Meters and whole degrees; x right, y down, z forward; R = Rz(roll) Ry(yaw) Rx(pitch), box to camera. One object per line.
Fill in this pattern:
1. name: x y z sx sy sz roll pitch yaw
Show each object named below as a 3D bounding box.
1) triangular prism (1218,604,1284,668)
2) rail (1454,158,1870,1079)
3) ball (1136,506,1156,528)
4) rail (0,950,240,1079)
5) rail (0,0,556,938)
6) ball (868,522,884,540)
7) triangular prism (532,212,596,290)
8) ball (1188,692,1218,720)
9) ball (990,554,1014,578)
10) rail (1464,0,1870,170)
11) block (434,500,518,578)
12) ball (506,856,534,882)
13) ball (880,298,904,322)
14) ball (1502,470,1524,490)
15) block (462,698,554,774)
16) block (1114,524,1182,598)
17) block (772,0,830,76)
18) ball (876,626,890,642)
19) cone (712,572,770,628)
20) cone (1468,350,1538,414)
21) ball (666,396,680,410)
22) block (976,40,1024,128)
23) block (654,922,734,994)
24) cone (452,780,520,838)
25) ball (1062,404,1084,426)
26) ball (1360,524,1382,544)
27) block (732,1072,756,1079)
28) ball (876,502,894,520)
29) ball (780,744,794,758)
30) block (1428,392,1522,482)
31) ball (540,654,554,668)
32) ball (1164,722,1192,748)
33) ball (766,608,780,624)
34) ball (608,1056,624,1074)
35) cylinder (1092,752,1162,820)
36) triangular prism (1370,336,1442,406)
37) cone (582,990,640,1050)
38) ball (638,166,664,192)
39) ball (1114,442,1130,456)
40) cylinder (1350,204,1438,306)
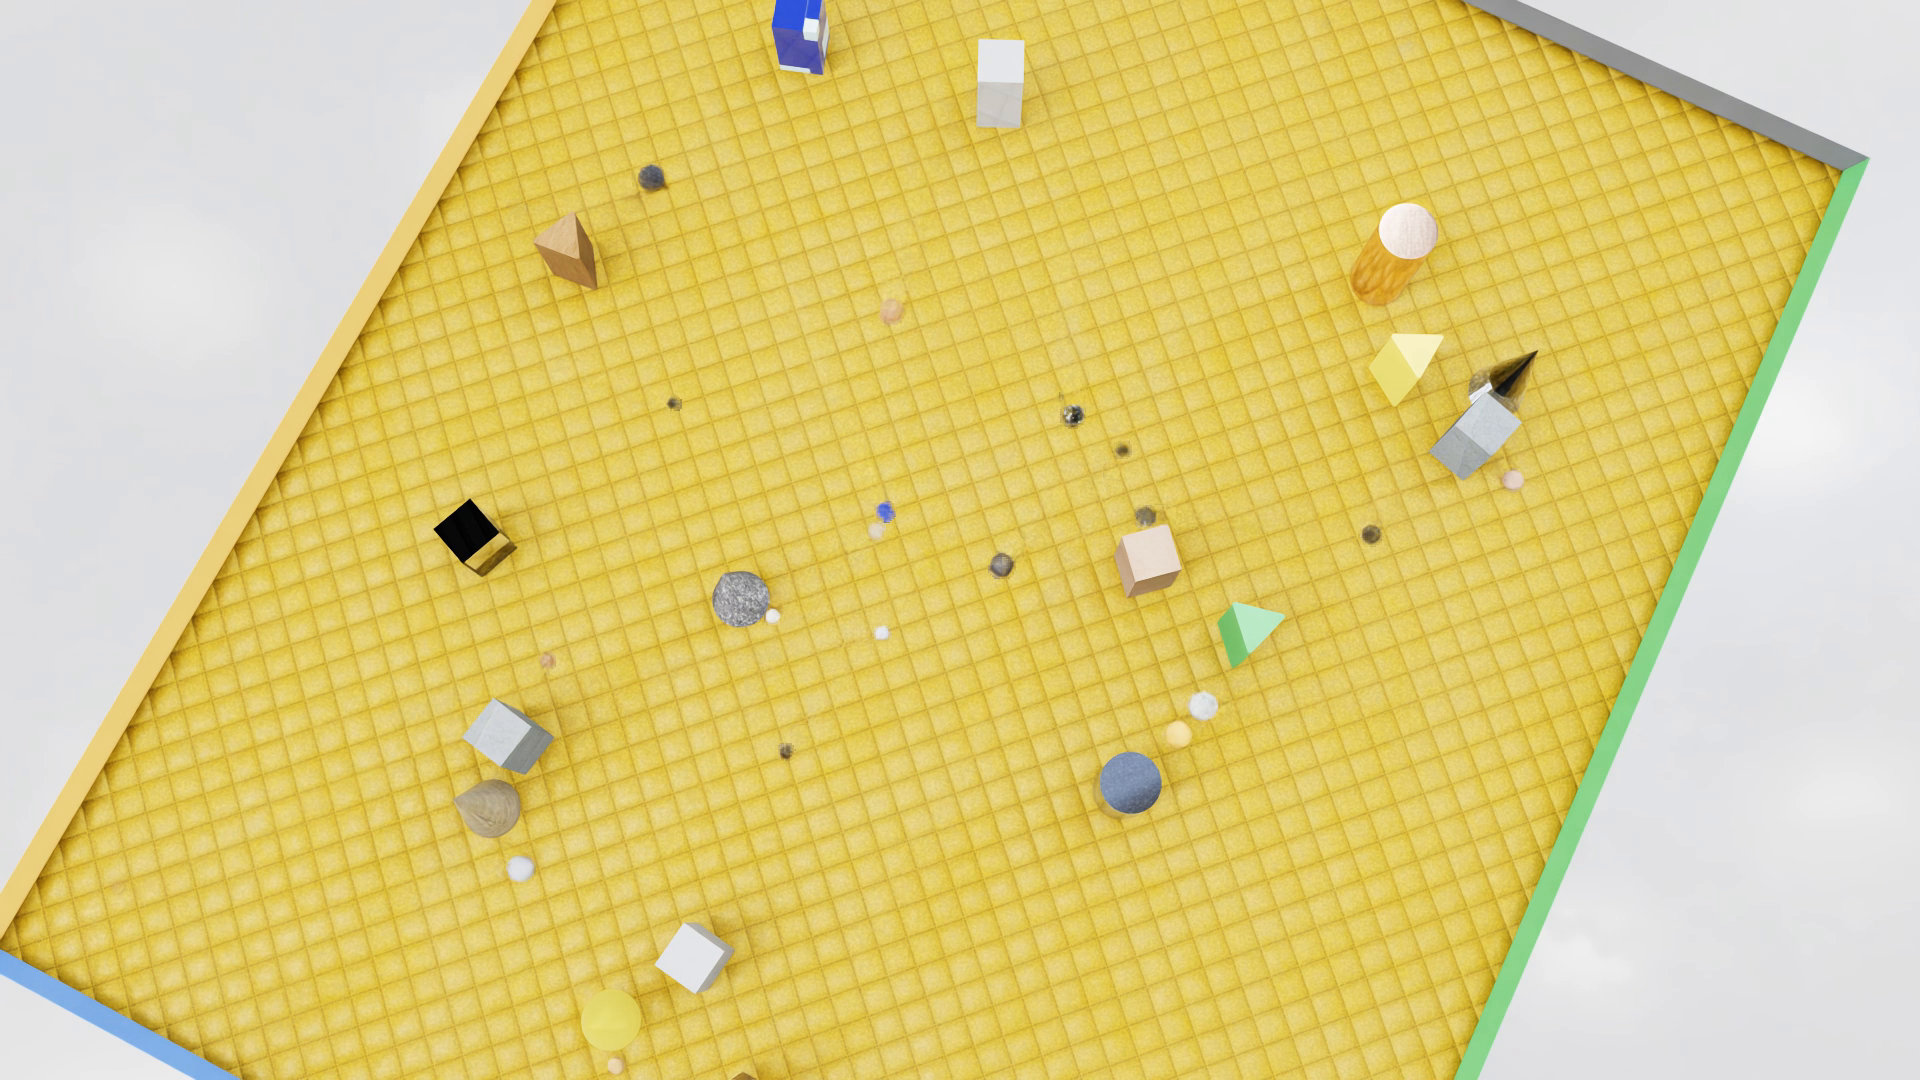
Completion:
1. triangular prism: 0.830 0.258 5.399 0.131 0.322 0.151 44 82 8
2. rail: 1.777 0.876 5.376 0.045 0.113 4.737 26 80 5
3. ball: 0.568 -0.070 5.598 0.064 0.064 0.064 0 78 0
4. rail: -1.049 2.060 5.132 4.021 0.113 0.045 26 80 5
5. rail: -1.777 -0.864 5.736 0.045 0.113 4.737 26 80 5
6. ball: -0.257 -0.028 5.595 0.052 0.052 0.052 0 78 0
7. triangular prism: -1.192 -0.904 5.659 0.151 0.281 0.131 21 79 4
8. ball: 0.726 0.496 5.469 0.087 0.087 0.087 0 78 0
9. ball: 0.127 0.076 5.563 0.073 0.073 0.073 0 78 0
10. rail: 1.049 -2.048 5.980 4.021 0.113 0.045 26 80 5
11. block: -1.452 -0.004 5.502 0.140 0.226 0.140 -41 81 -8
12. ball: -1.290 0.964 5.378 0.077 0.077 0.077 0 78 0
13. ball: -0.215 -0.717 5.725 0.076 0.076 0.076 0 78 0
14. ball: 1.697 -0.184 5.622 0.063 0.063 0.063 0 78 0
15. block: -1.312 0.575 5.340 0.140 0.309 0.140 36 81 7
16. block: 0.557 0.066 5.458 0.140 0.284 0.140 -15 79 -3
17. block: -0.502 -1.610 5.801 0.140 0.289 0.140 8 78 2
18. ball: -0.235 0.284 5.536 0.043 0.043 0.043 0 78 0
19. cone: -0.667 0.137 5.372 0.174 0.424 0.174 0 78 0
20. cone: 1.671 -0.506 5.500 0.174 0.432 0.174 0 78 0
21. ball: -0.889 -0.424 5.683 0.040 0.040 0.040 0 78 0
22. block: 0.125 -1.428 5.745 0.140 0.325 0.140 2 78 0
23. block: -0.754 1.192 5.236 0.140 0.262 0.140 34 80 7
24. cone: -1.393 0.755 5.238 0.174 0.435 0.174 0 78 0
25. ball: 0.350 -0.385 5.660 0.070 0.070 0.070 0 78 0
26. ball: 1.253 -0.017 5.589 0.060 0.060 0.060 0 78 0
27. block: -0.599 1.603 5.153 0.140 0.258 0.140 27 80 5
28. ball: -0.231 -0.088 5.606 0.055 0.055 0.055 0 78 0
29. ball: -0.518 0.632 5.464 0.042 0.042 0.042 0 78 0
30. block: 1.548 -0.309 5.521 0.140 0.311 0.140 42 81 8
31. ball: -1.244 0.363 5.520 0.041 0.041 0.041 0 78 0
32. ball: 0.650 0.579 5.456 0.080 0.080 0.080 0 78 0
33. ball: -0.567 0.230 5.547 0.043 0.043 0.043 0 78 0
34. ball: -0.992 1.514 5.279 0.048 0.048 0.048 0 78 0
35. cylinder: 0.482 0.715 5.315 0.174 0.301 0.174 0 78 0
36. triangular prism: 1.335 -0.542 5.570 0.131 0.310 0.151 30 80 6
37. cone: -1.015 1.358 5.143 0.174 0.377 0.174 0 78 0
38. ball: -0.981 -1.147 5.811 0.082 0.082 0.082 0 78 0
39. ball: 0.501 -0.279 5.651 0.045 0.045 0.045 0 78 0
40. cylinder: 1.317 -0.864 5.582 0.174 0.417 0.174 0 78 0
